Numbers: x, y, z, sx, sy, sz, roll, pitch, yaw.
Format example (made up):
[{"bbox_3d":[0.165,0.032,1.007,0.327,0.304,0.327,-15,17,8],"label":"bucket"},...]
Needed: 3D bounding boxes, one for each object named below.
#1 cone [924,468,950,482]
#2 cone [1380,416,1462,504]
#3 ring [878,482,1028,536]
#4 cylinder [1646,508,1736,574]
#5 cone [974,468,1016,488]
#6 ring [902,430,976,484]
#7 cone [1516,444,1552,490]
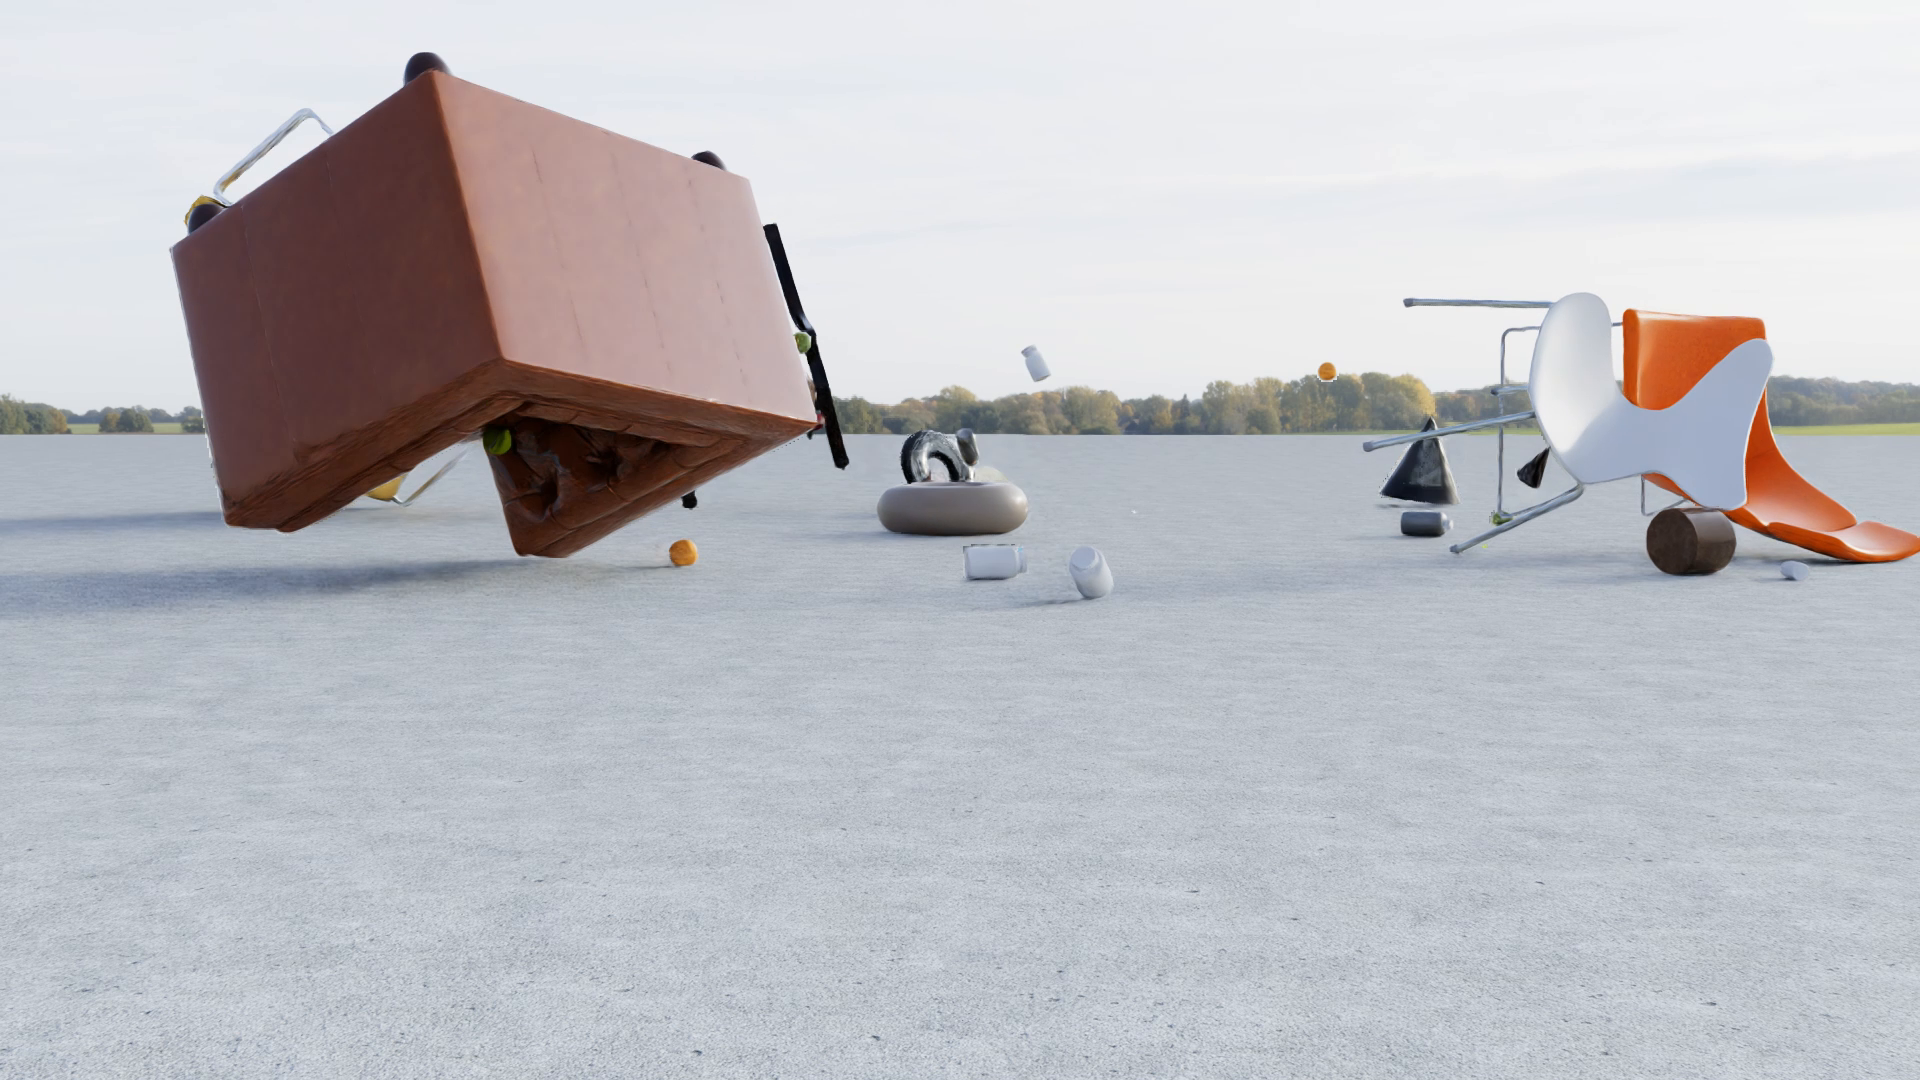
[{"bbox_3d":[-0.131,-0.131,7.842,0.201,0.192,0.140,-26,15,26],"label":"cone"},{"bbox_3d":[1.788,-0.320,8.434,0.326,0.323,0.303,0,10,-39],"label":"cone"},{"bbox_3d":[-0.023,-0.099,6.887,0.479,0.154,0.385,-1,5,9],"label":"ring"},{"bbox_3d":[1.781,0.002,5.357,0.132,0.158,0.162,-2,24,-29],"label":"cylinder"},{"bbox_3d":[0.082,-0.136,7.898,0.157,0.200,0.262,-35,-20,29],"label":"cone"},{"bbox_3d":[-0.075,-0.250,8.032,0.066,0.314,0.389,-23,-24,38],"label":"ring"},{"bbox_3d":[1.837,-0.246,6.972,0.074,0.142,0.092,2,39,-36],"label":"cone"}]
